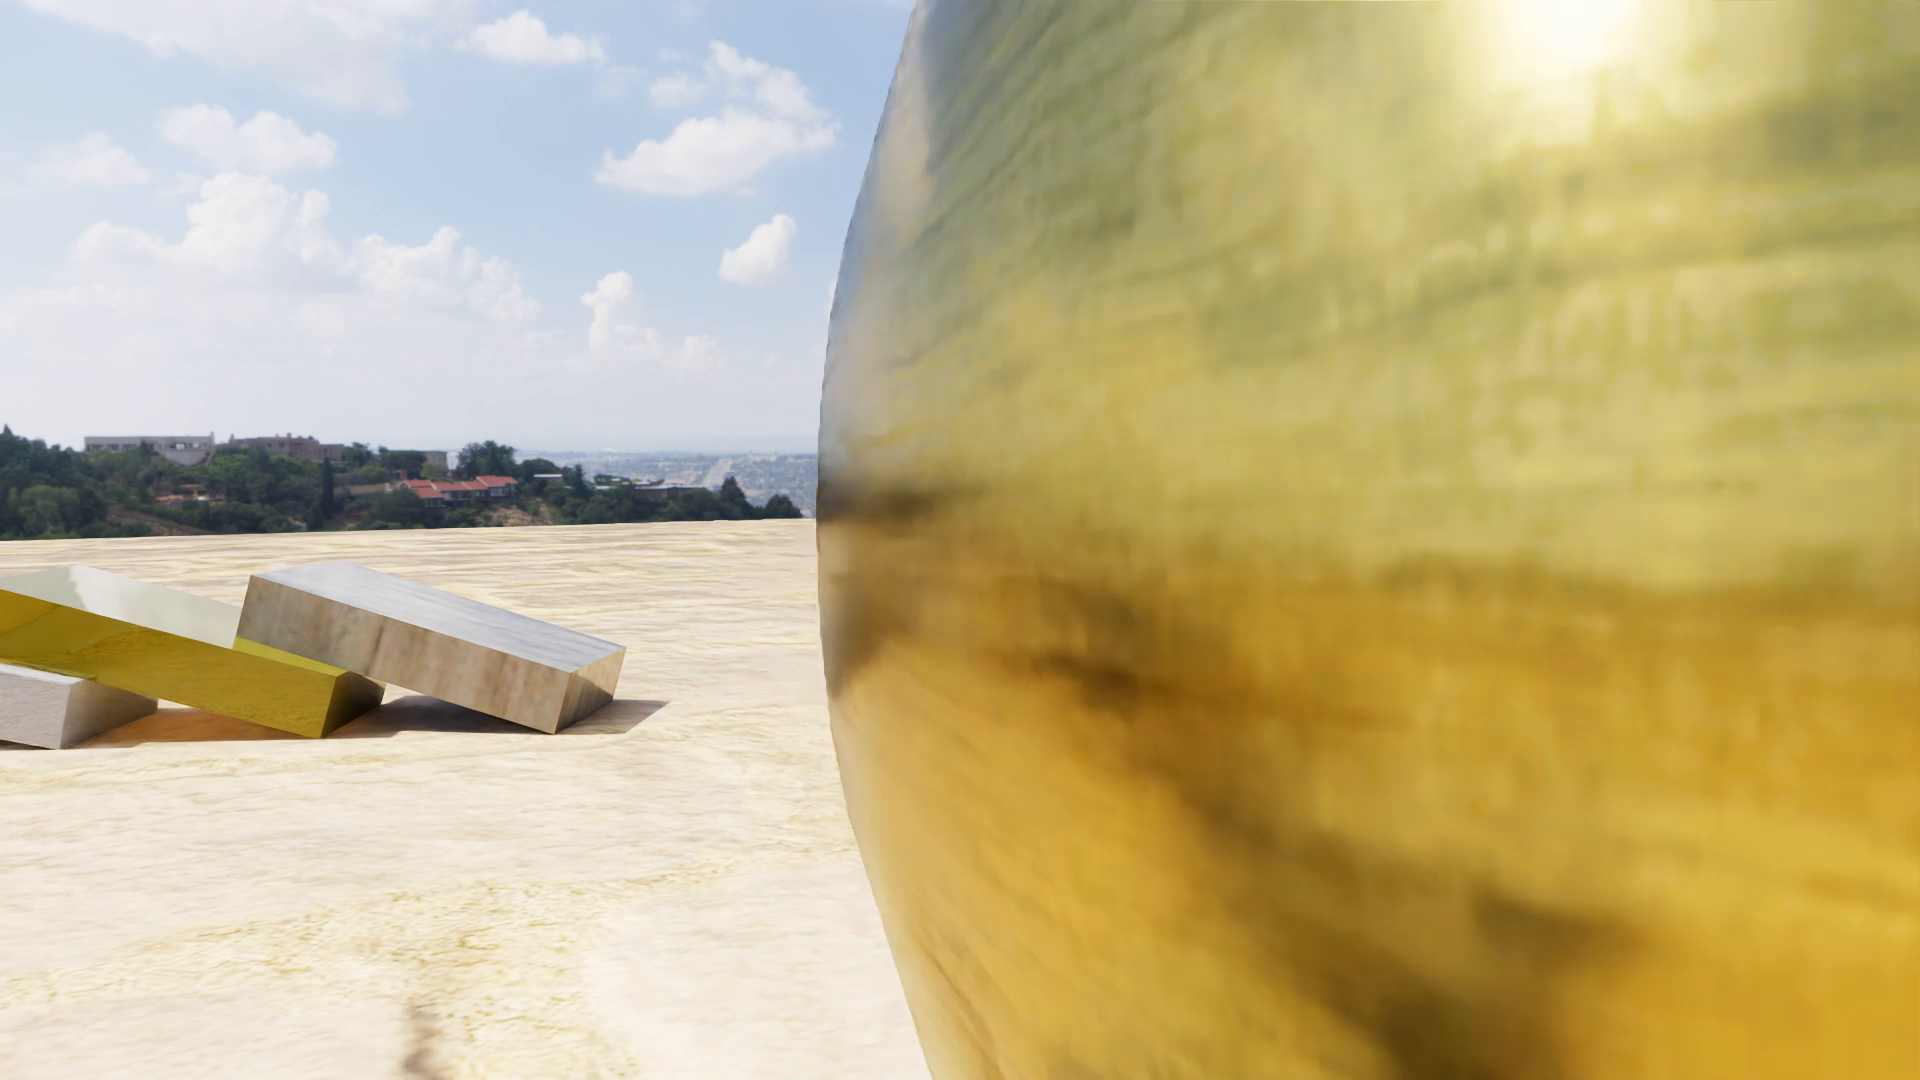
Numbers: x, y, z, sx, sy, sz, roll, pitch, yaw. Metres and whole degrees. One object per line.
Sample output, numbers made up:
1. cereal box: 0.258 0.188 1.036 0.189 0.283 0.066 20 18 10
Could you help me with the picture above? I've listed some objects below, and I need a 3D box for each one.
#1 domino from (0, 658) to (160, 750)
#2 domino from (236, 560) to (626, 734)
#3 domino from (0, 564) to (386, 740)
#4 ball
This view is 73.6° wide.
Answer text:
1. domino: -0.150 0.018 0.188 0.050 0.009 0.025 12 3 -5
2. domino: -0.081 0.016 0.201 0.050 0.010 0.025 17 5 3
3. domino: -0.116 0.016 0.194 0.050 0.010 0.025 16 3 -6
4. ball: 0.036 -0.001 0.041 0.080 0.080 0.080 0 4 0
